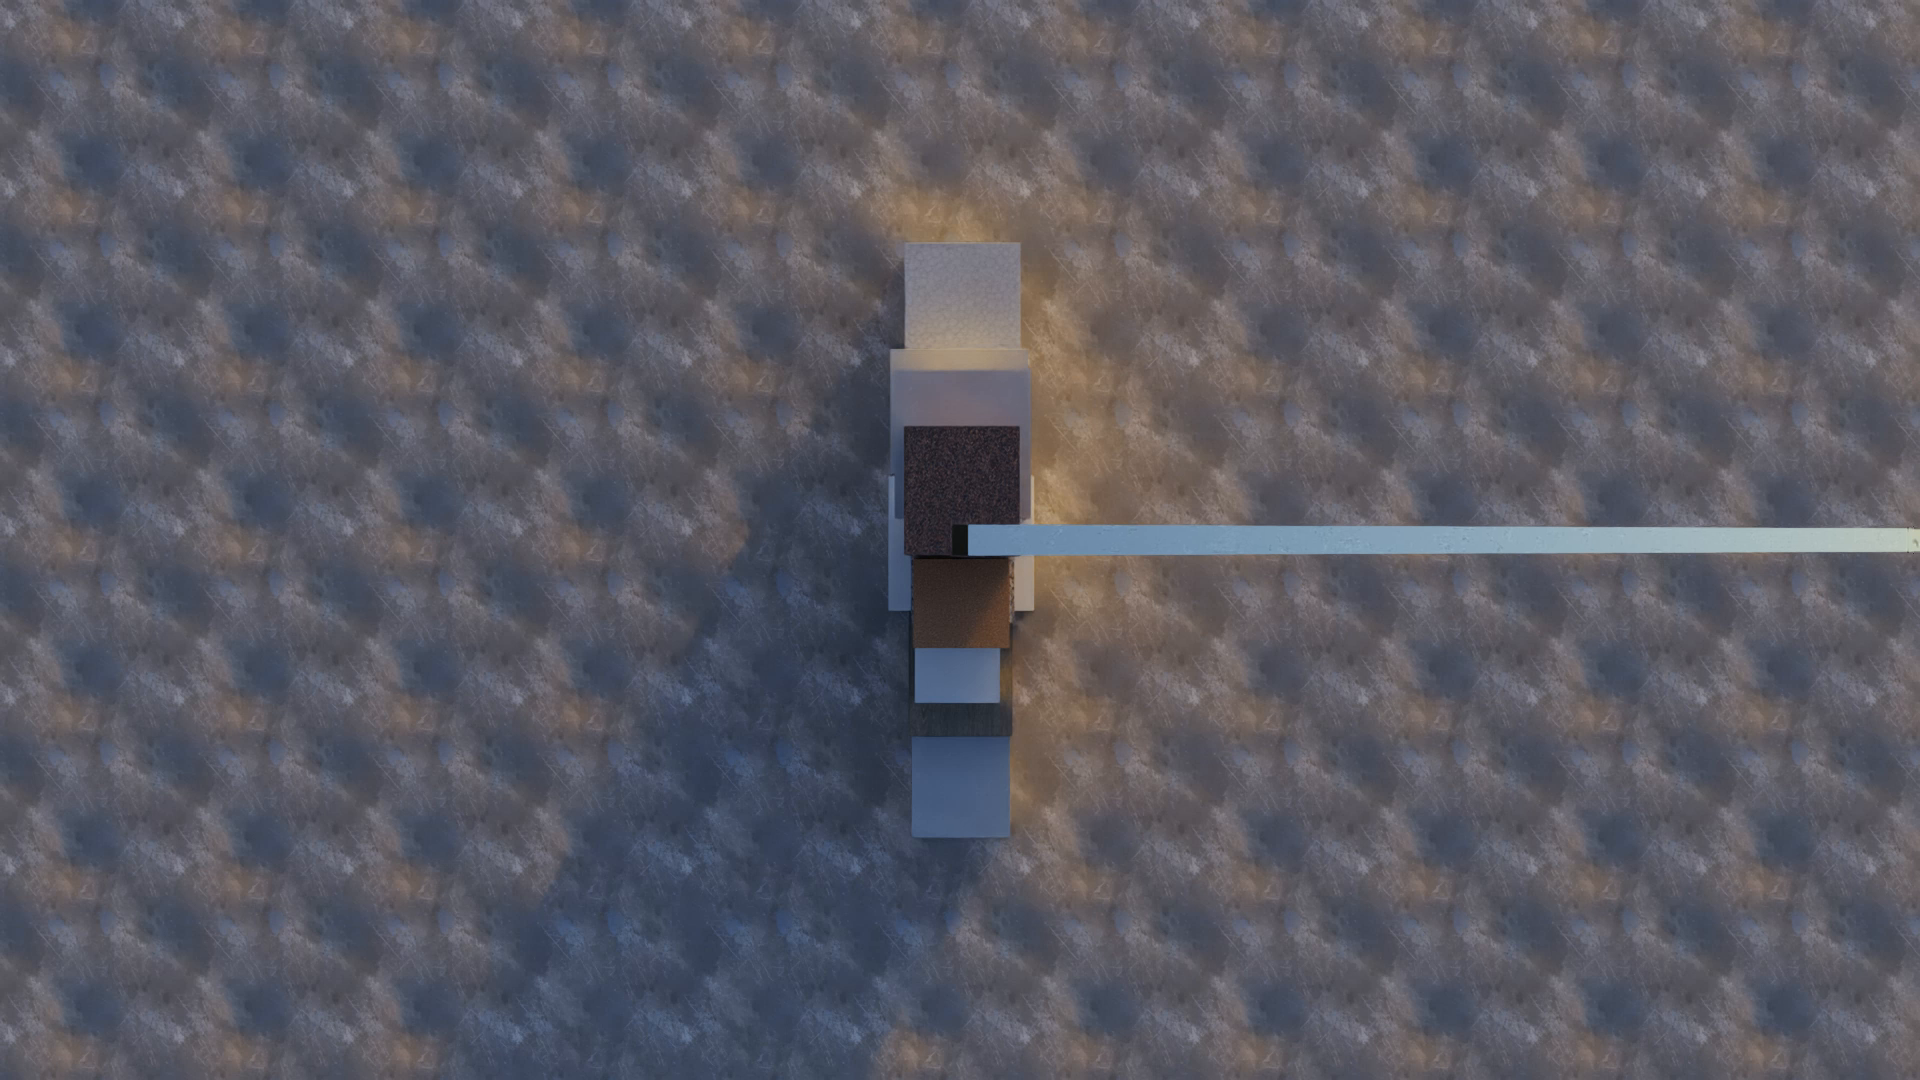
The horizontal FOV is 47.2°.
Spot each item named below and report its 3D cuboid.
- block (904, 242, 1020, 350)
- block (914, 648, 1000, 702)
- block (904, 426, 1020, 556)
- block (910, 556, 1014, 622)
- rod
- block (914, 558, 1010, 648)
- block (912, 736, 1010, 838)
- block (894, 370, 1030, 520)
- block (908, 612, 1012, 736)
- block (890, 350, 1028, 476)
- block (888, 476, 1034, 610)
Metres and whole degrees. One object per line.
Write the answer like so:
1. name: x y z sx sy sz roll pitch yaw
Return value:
1. block: 0.016 -1.375 12.729 0.657 0.541 0.618 0 90 0
2. block: -0.014 0.665 12.155 0.463 0.431 0.440 0 90 0
3. block: 0.009 -0.240 11.144 0.569 0.650 0.636 0 90 0
4. block: 0.014 0.168 11.891 0.547 0.587 0.533 0 90 0
5. rod: 2.234 0.000 7.023 5.200 0.080 0.080 0 90 -31
6. block: 0.006 0.323 11.390 0.489 0.414 0.455 0 90 0
7. block: 0.005 1.398 12.730 0.557 0.540 0.571 0 90 0
8. block: 0.014 -0.499 11.828 0.710 0.715 0.776 0 90 0
9. block: 0.003 0.752 12.685 0.582 0.630 0.701 0 90 0
10. block: -0.004 -0.709 12.594 0.764 0.811 0.694 0 90 0
11. block: 0.007 0.020 12.592 0.807 0.815 0.744 0 90 0
